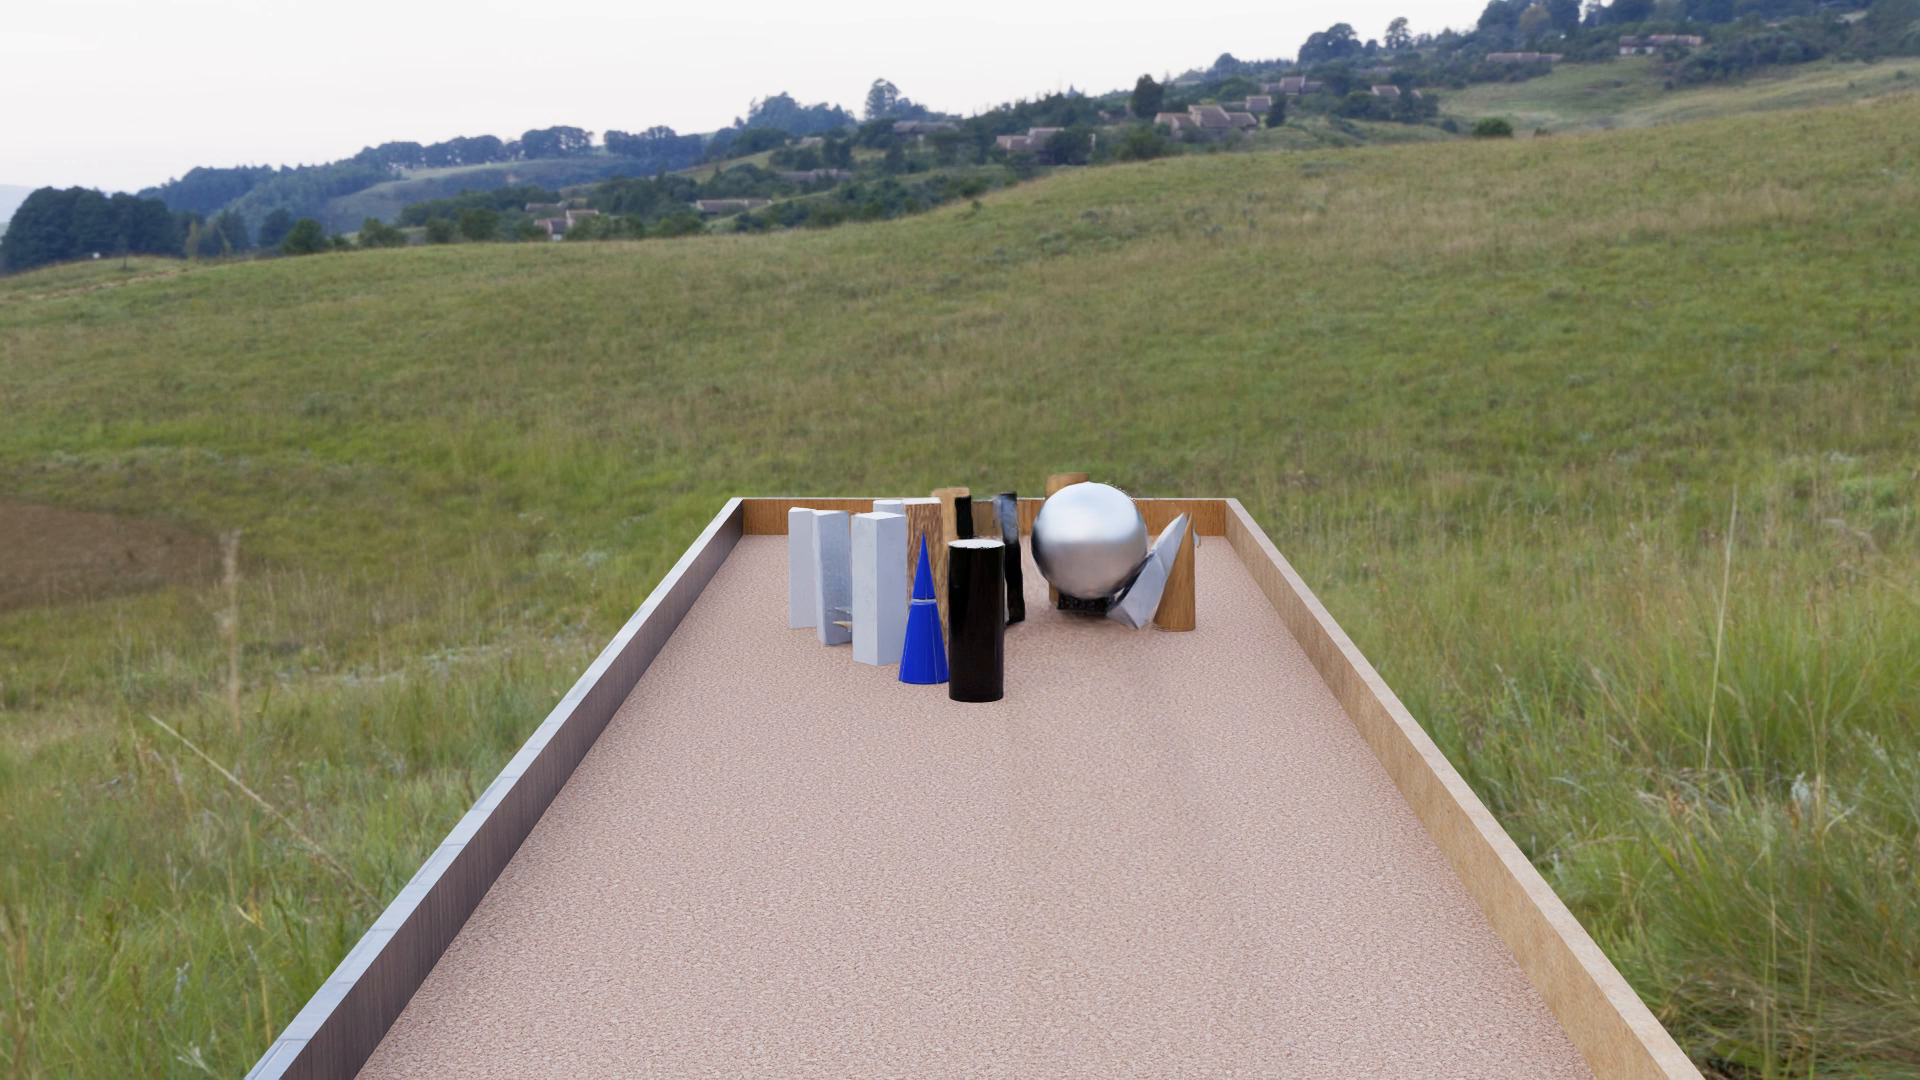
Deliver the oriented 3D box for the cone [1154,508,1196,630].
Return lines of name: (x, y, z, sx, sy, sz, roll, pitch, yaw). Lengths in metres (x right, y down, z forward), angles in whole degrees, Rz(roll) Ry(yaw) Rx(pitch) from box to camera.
cone: (0.728, 0.085, 7.159, 0.141, 0.395, 0.141, 8, 10, -1)

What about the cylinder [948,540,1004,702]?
cylinder: (0.046, 0.226, 6.183, 0.157, 0.438, 0.157, 0, 9, 0)

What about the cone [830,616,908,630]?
cone: (-0.262, 0.274, 6.863, 0.305, 0.117, 0.117, 5, 10, 15)

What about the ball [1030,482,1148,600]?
ball: (0.420, 0.003, 7.144, 0.382, 0.382, 0.382, 0, 9, 0)

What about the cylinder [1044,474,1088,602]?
cylinder: (0.377, -0.006, 7.596, 0.150, 0.434, 0.150, -2, -2, 0)

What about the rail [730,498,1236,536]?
rail: (0.099, -0.098, 9.147, 2.100, 0.150, 0.050, 0, 9, 1)

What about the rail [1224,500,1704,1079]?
rail: (1.046, 0.843, 3.208, 0.050, 0.150, 12.000, 0, 9, 1)

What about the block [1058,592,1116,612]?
block: (0.434, 0.086, 7.419, 0.163, 0.302, 0.163, 3, -1, 15)

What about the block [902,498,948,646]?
block: (-0.110, 0.100, 6.917, 0.113, 0.452, 0.113, -3, 9, -4)

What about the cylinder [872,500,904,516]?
cylinder: (-0.231, 0.081, 7.179, 0.104, 0.414, 0.104, 0, 9, 0)

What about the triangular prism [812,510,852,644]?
triangular prism: (-0.422, 0.115, 6.952, 0.122, 0.411, 0.105, -9, 10, -41)

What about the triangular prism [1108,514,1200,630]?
triangular prism: (0.633, 0.092, 7.208, 0.122, 0.105, 0.411, 24, 60, 23)

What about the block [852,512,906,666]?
block: (-0.245, 0.147, 6.657, 0.116, 0.447, 0.116, -8, 12, -42)

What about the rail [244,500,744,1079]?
rail: (-1.004, 0.839, 3.234, 0.050, 0.150, 12.000, 0, 9, 1)

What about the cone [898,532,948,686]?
cone: (-0.105, 0.189, 6.397, 0.154, 0.445, 0.154, 0, 9, 0)

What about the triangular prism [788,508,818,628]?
triangular prism: (-0.528, 0.089, 7.217, 0.100, 0.385, 0.086, -4, 10, -25)

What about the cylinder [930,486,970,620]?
cylinder: (-0.009, 0.044, 7.310, 0.127, 0.428, 0.127, -7, -1, 0)

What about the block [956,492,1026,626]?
block: (0.100, 0.064, 7.190, 0.144, 0.425, 0.144, -2, 4, 35)
